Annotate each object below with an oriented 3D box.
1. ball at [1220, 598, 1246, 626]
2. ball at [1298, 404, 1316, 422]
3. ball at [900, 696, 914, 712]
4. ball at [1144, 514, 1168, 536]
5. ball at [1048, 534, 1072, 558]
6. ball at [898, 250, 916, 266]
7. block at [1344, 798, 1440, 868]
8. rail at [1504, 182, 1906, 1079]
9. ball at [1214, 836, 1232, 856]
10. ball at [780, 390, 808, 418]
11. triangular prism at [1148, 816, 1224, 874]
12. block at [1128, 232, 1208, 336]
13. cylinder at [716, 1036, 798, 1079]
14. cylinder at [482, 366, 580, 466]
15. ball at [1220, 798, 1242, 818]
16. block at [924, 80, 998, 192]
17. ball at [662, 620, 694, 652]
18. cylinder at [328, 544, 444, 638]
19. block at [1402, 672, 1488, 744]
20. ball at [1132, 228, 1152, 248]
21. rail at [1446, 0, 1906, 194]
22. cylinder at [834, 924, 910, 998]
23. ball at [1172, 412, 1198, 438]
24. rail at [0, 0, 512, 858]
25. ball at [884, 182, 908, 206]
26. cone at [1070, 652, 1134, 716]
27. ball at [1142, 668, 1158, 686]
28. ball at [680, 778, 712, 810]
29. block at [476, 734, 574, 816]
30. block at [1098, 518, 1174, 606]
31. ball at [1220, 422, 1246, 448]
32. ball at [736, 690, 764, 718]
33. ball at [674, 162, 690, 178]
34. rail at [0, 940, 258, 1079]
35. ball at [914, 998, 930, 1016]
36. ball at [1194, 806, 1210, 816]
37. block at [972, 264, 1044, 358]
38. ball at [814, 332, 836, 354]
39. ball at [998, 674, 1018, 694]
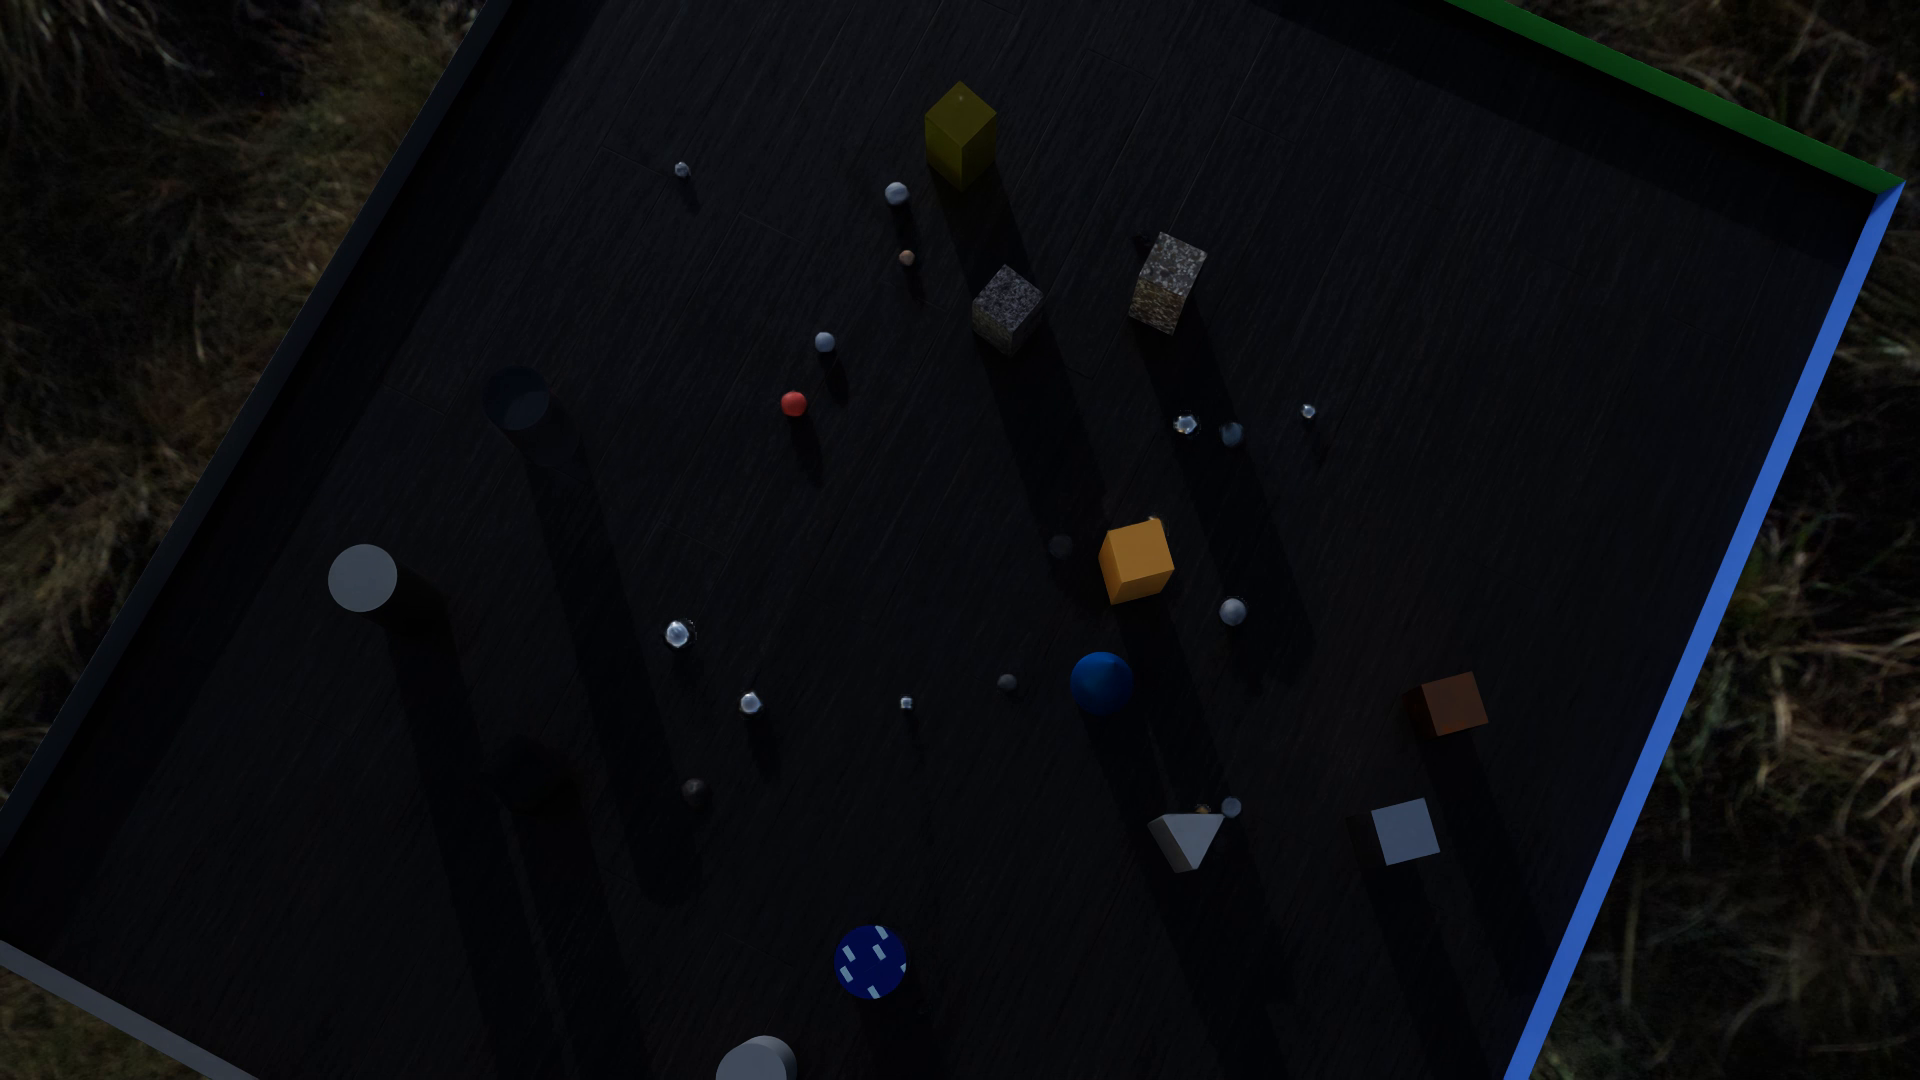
[{"bbox_3d":[0.824,0.218,5.530,0.081,0.081,0.081,0,78,0],"label":"ball"},{"bbox_3d":[1.076,-0.394,5.671,0.053,0.053,0.053,0,78,0],"label":"ball"},{"bbox_3d":[-0.159,0.490,5.491,0.046,0.046,0.046,0,78,0],"label":"ball"},{"bbox_3d":[0.593,-0.037,5.585,0.078,0.078,0.078,0,78,0],"label":"ball"},{"bbox_3d":[0.306,0.018,5.575,0.073,0.073,0.073,0,78,0],"label":"ball"},{"bbox_3d":[-0.167,-0.888,5.774,0.051,0.051,0.051,0,78,0],"label":"ball"},{"bbox_3d":[1.236,0.845,5.259,0.155,0.357,0.155,-14,79,-3],"label":"block"},{"bbox_3d":[1.888,0.931,5.359,0.045,0.126,4.684,26,80,5],"label":"rail"},{"bbox_3d":[0.775,0.902,5.401,0.057,0.057,0.057,0,78,0],"label":"ball"},{"bbox_3d":[-0.514,-0.419,5.661,0.083,0.083,0.083,0,78,0],"label":"ball"},{"bbox_3d":[0.661,0.834,5.224,0.145,0.431,0.167,-30,80,-6],"label":"triangular prism"},{"bbox_3d":[0.631,-0.778,5.594,0.155,0.360,0.155,26,79,5],"label":"block"},{"bbox_3d":[-0.566,1.499,5.135,0.193,0.336,0.193,0,78,0],"label":"cylinder"},{"bbox_3d":[-1.275,-0.365,5.473,0.193,0.429,0.193,0,78,0],"label":"cylinder"},{"bbox_3d":[0.802,0.791,5.422,0.061,0.061,0.061,0,78,0],"label":"ball"},{"bbox_3d":[0.002,-1.249,5.695,0.155,0.352,0.155,43,81,8],"label":"block"},{"bbox_3d":[-0.847,0.288,5.508,0.097,0.097,0.097,0,78,0],"label":"ball"},{"bbox_3d":[-1.669,0.153,5.347,0.193,0.465,0.193,0,78,0],"label":"cylinder"},{"bbox_3d":[1.425,0.495,5.392,0.155,0.238,0.155,-15,79,-3],"label":"block"},{"bbox_3d":[0.572,-0.953,5.781,0.064,0.064,0.064,0,78,0],"label":"ball"},{"bbox_3d":[1.037,-2.024,5.970,4.268,0.126,0.045,26,80,5],"label":"rail"},{"bbox_3d":[-0.241,1.177,5.137,0.193,0.462,0.193,0,78,0],"label":"cylinder"},{"bbox_3d":[0.694,-0.353,5.648,0.080,0.080,0.080,0,78,0],"label":"ball"},{"bbox_3d":[-1.888,-0.918,5.741,0.045,0.126,4.684,26,80,5],"label":"rail"},{"bbox_3d":[-0.201,-1.096,5.805,0.076,0.076,0.076,0,78,0],"label":"ball"},{"bbox_3d":[0.429,0.385,5.299,0.193,0.465,0.193,0,78,0],"label":"cone"},{"bbox_3d":[0.571,0.412,5.504,0.053,0.053,0.053,0,78,0],"label":"ball"},{"bbox_3d":[-0.779,0.750,5.412,0.096,0.096,0.096,0,78,0],"label":"ball"},{"bbox_3d":[-1.258,0.685,5.318,0.155,0.307,0.155,-41,81,-8],"label":"block"},{"bbox_3d":[0.516,0.068,5.406,0.155,0.384,0.155,-14,79,-3],"label":"block"},{"bbox_3d":[0.841,-0.323,5.644,0.077,0.077,0.077,0,78,0],"label":"ball"},{"bbox_3d":[-0.625,0.490,5.473,0.083,0.083,0.083,0,78,0],"label":"ball"},{"bbox_3d":[-0.886,-1.179,5.836,0.048,0.048,0.048,0,78,0],"label":"ball"},{"bbox_3d":[-1.037,2.037,5.130,4.268,0.126,0.045,26,80,5],"label":"rail"},{"bbox_3d":[-0.110,1.354,5.311,0.050,0.050,0.050,0,78,0],"label":"ball"},{"bbox_3d":[0.715,0.810,5.418,0.044,0.044,0.044,0,78,0],"label":"ball"},{"bbox_3d":[0.146,-0.698,5.625,0.155,0.266,0.155,39,81,7],"label":"block"},{"bbox_3d":[-0.422,-0.616,5.710,0.066,0.066,0.066,0,78,0],"label":"ball"},{"bbox_3d":[0.142,0.431,5.497,0.059,0.059,0.059,0,78,0],"label":"ball"}]
